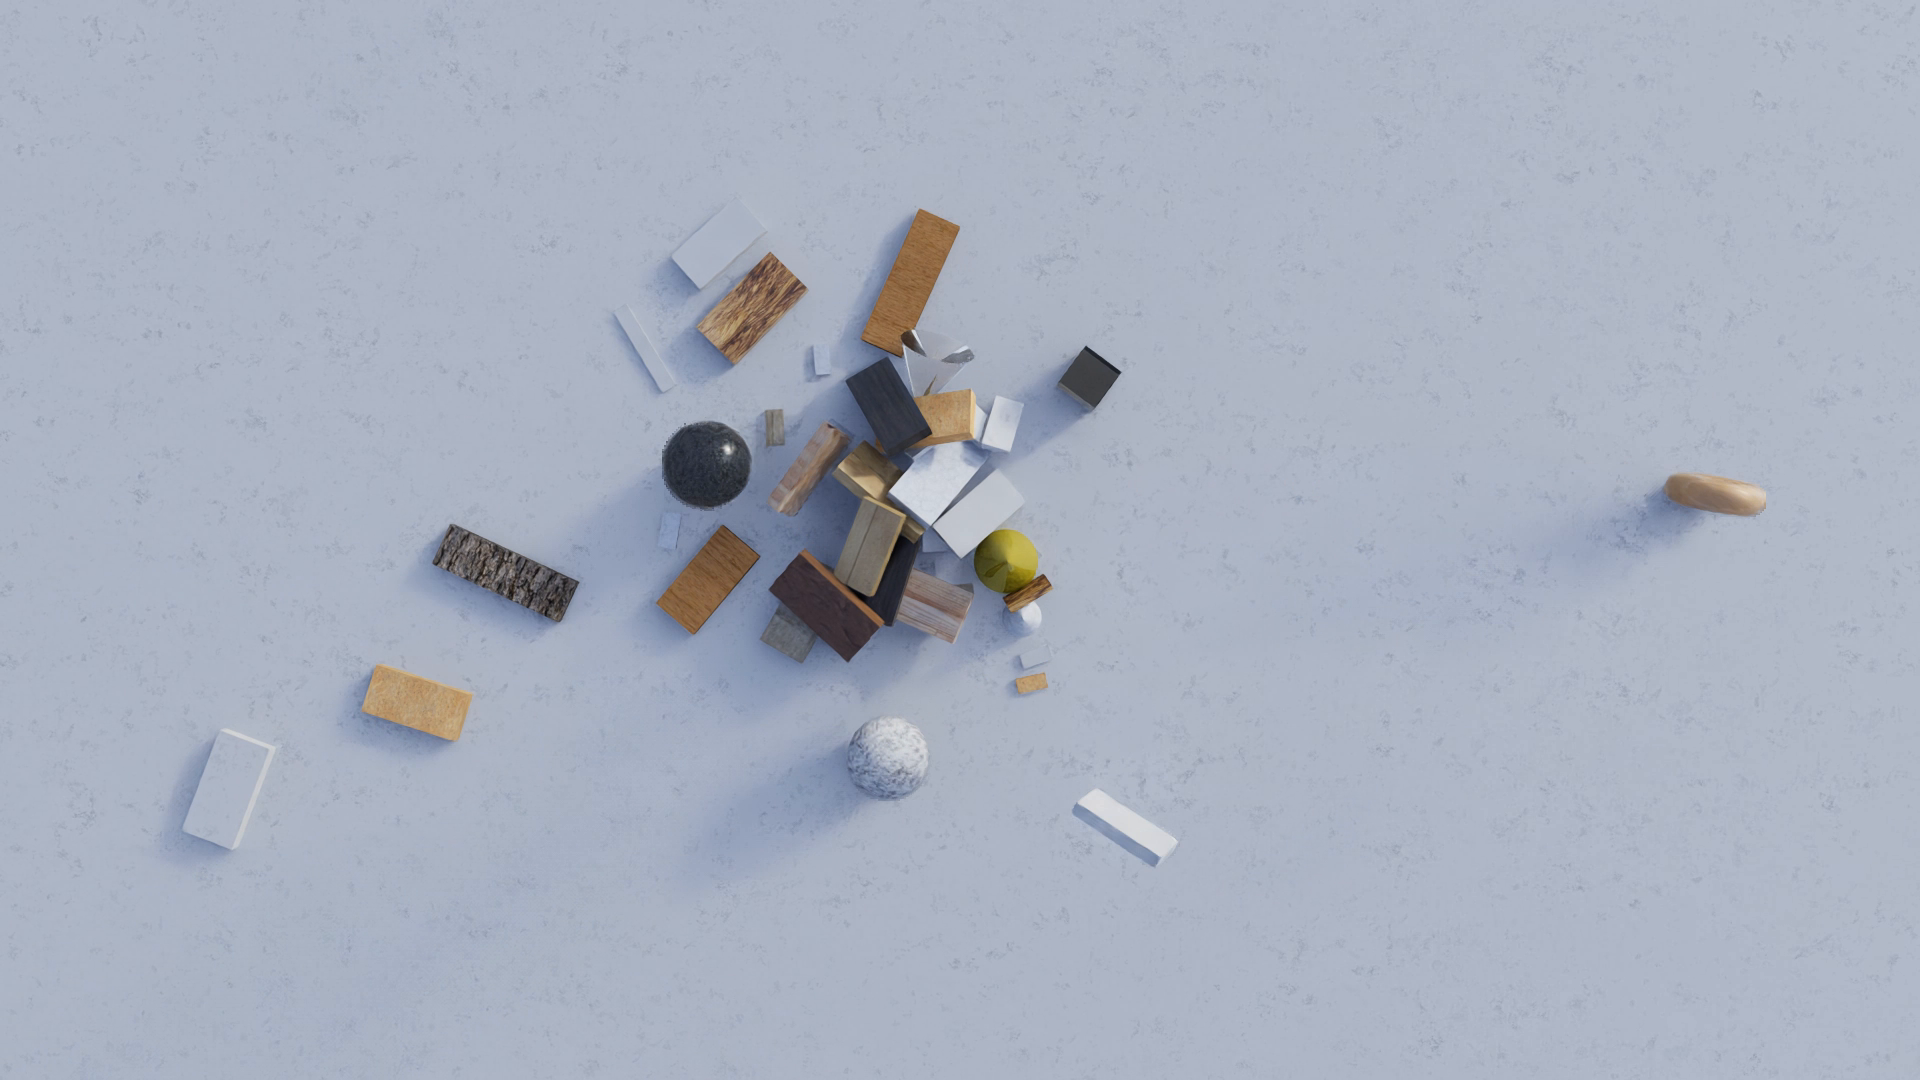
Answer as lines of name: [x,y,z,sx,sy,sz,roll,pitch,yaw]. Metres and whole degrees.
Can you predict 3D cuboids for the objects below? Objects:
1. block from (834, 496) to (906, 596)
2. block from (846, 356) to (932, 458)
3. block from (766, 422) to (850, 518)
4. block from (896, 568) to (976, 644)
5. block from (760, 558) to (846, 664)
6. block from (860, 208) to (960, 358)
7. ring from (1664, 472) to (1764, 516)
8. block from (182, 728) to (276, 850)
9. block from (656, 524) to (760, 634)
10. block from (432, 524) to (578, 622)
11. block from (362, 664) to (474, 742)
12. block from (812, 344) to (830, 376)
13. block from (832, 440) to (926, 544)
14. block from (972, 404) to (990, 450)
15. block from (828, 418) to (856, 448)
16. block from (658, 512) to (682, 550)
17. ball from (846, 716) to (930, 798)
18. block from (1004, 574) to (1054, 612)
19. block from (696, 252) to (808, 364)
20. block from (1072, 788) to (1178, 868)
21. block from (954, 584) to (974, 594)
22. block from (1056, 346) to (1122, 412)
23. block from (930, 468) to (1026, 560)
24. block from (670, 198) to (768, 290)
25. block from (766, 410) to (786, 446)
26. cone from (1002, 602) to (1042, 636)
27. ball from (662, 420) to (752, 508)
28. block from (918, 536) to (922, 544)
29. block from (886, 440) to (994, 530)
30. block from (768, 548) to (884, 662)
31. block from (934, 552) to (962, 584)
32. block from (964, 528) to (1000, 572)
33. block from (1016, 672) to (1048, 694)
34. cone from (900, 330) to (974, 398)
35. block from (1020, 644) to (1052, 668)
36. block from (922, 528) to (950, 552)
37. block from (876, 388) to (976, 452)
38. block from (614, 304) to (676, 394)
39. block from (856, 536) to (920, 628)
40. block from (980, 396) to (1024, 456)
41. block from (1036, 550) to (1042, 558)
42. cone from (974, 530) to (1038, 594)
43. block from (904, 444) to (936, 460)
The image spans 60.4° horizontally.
block: [-0.295,0.021,5.352,0.146,0.041,0.292,27,106,15]
block: [-0.234,-0.436,5.397,0.163,0.046,0.327,-30,60,0]
block: [-0.496,-0.230,5.407,0.046,0.163,0.327,37,93,17]
block: [-0.148,0.191,5.447,0.356,0.050,0.178,23,90,9]
block: [-0.512,0.229,5.477,0.162,0.046,0.324,30,90,0]
block: [-0.165,-0.852,5.479,0.148,0.042,0.474,24,90,0]
ring: [2.449,-0.151,5.358,0.301,0.301,0.100,8,100,0]
block: [-2.427,0.826,5.475,0.178,0.050,0.356,21,90,0]
block: [-0.835,0.132,5.477,0.162,0.046,0.339,40,90,0]
block: [-1.509,0.109,5.479,0.460,0.041,0.146,25,90,0]
block: [-1.801,0.539,5.477,0.324,0.046,0.162,18,90,0]
block: [-0.459,-0.601,5.493,0.050,0.014,0.101,-5,90,0]
block: [-0.233,-0.160,5.420,0.350,0.050,0.175,40,45,0]
block: [0.038,-0.397,5.457,0.194,0.027,0.097,47,60,4]
block: [-0.403,-0.356,5.493,0.101,0.014,0.050,36,90,0]
block: [-0.966,-0.032,5.492,0.060,0.017,0.120,10,90,0]
ball: [-0.233,0.706,5.366,0.269,0.269,0.269,0,90,0]
block: [0.225,0.177,5.459,0.160,0.080,0.023,-31,118,0]
block: [-0.688,-0.768,5.475,0.175,0.050,0.350,44,90,0]
block: [0.320,0.558,3.201,0.194,0.097,0.027,31,112,20]
block: [-0.005,0.173,5.466,0.101,0.014,0.050,-6,90,3]
block: [0.424,-0.530,5.427,0.146,0.146,0.146,36,90,0]
block: [0.061,-0.085,5.453,0.292,0.041,0.146,-41,90,-10]
block: [-0.800,-0.983,5.479,0.295,0.042,0.148,-42,90,0]
block: [-0.615,-0.374,5.492,0.060,0.017,0.120,-3,90,0]
cone: [0.206,0.257,5.434,0.132,0.132,0.132,0,90,0]
ball: [-0.820,-0.246,5.357,0.287,0.287,0.287,0,90,0]
block: [-0.158,-0.066,5.488,0.174,0.025,0.087,40,90,0]
block: [-0.065,-0.219,5.410,0.175,0.050,0.350,40,68,0]
block: [-0.437,0.215,5.394,0.356,0.050,0.178,42,114,0]
block: [-0.039,0.128,5.488,0.087,0.025,0.174,-3,90,0]
block: [0.092,0.034,5.489,0.080,0.023,0.160,40,90,0]
block: [0.239,0.477,5.493,0.101,0.014,0.050,-12,90,0]
cone: [-0.108,-0.527,5.444,0.248,0.248,0.248,18,117,0]
block: [0.253,0.388,5.493,0.101,0.014,0.050,-19,90,0]
block: [-0.046,-0.006,5.471,0.160,0.023,0.080,-3,98,-8]
block: [-0.113,-0.390,5.394,0.327,0.046,0.163,-7,62,18]
block: [-1.050,-0.638,5.493,0.050,0.014,0.318,-31,90,0]
block: [-0.247,0.124,5.419,0.148,0.042,0.295,18,89,9]
block: [0.140,-0.378,5.443,0.097,0.027,0.194,17,62,0]
block: [0.182,0.082,5.488,0.087,0.025,0.174,45,90,0]
cone: [0.153,0.070,5.369,0.213,0.213,0.213,0,90,0]
block: [-0.121,-0.313,5.402,0.120,0.017,0.060,-38,46,-11]
